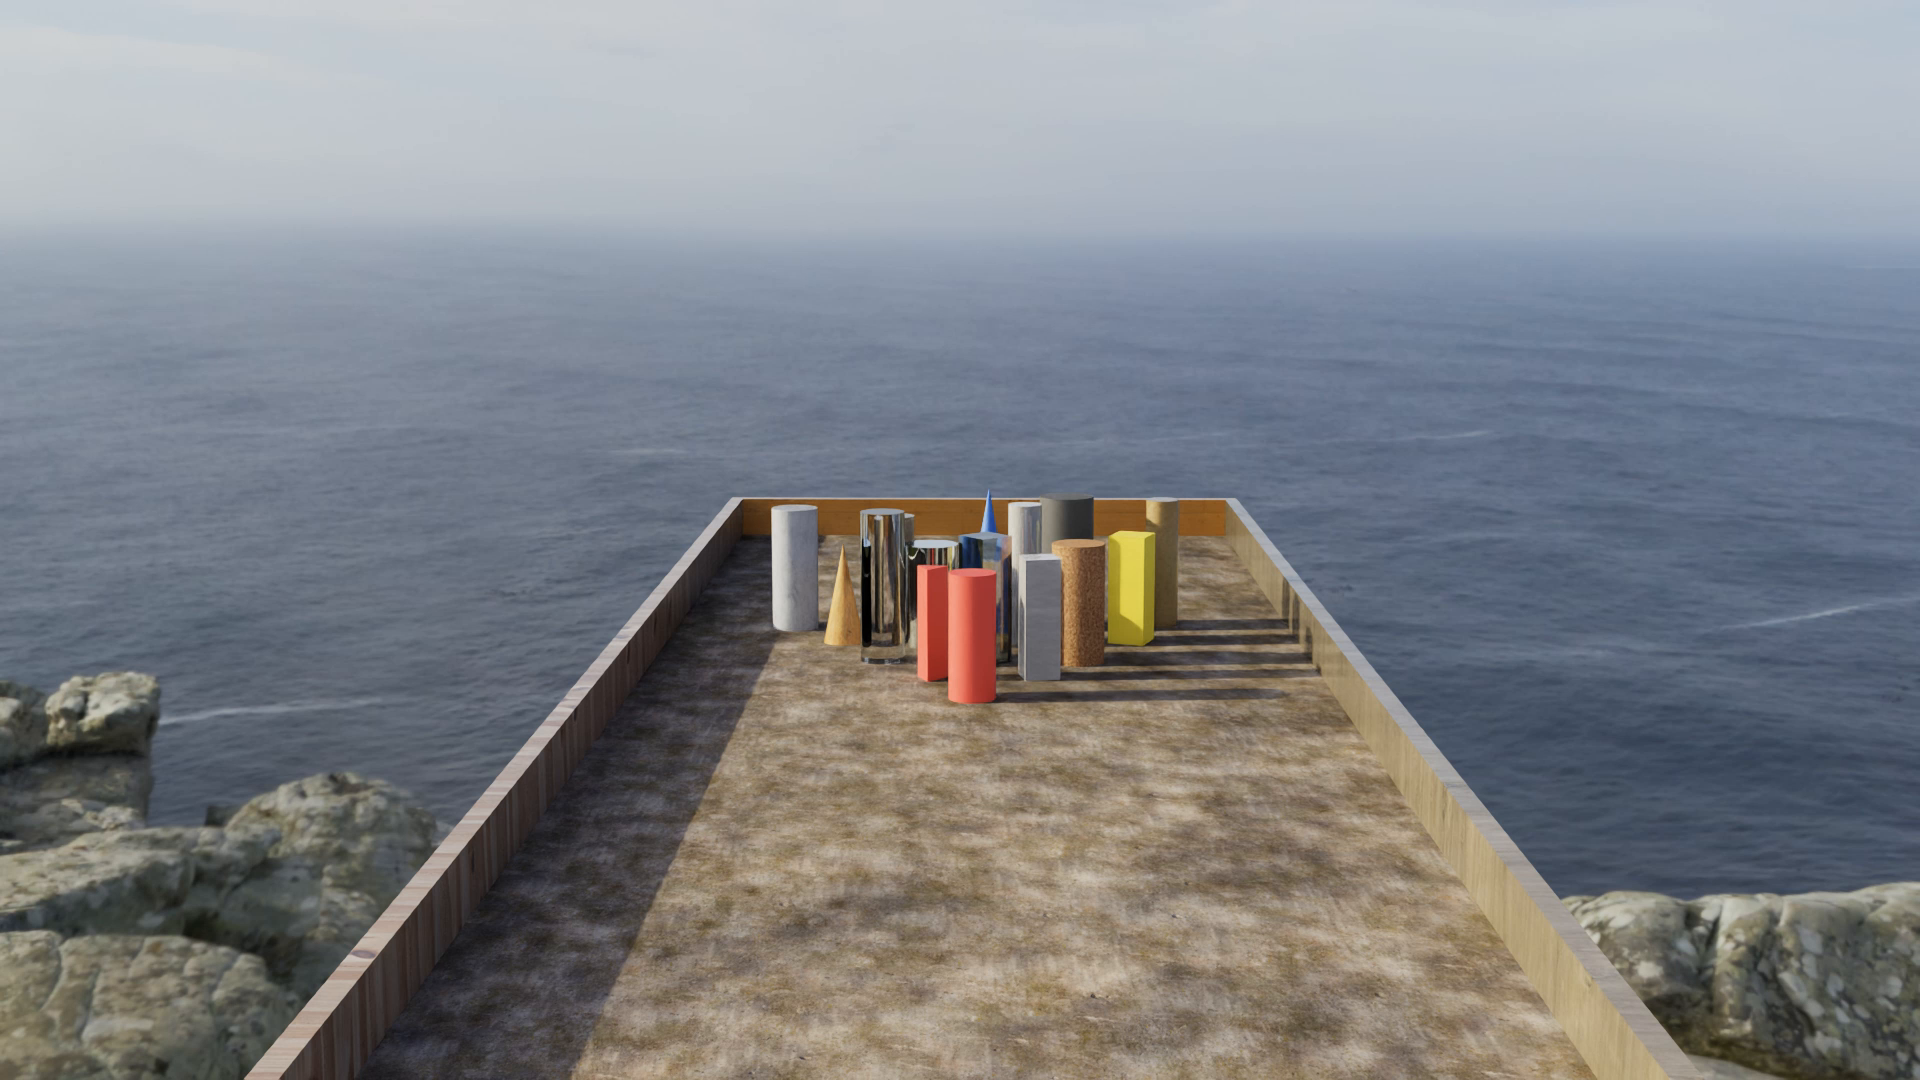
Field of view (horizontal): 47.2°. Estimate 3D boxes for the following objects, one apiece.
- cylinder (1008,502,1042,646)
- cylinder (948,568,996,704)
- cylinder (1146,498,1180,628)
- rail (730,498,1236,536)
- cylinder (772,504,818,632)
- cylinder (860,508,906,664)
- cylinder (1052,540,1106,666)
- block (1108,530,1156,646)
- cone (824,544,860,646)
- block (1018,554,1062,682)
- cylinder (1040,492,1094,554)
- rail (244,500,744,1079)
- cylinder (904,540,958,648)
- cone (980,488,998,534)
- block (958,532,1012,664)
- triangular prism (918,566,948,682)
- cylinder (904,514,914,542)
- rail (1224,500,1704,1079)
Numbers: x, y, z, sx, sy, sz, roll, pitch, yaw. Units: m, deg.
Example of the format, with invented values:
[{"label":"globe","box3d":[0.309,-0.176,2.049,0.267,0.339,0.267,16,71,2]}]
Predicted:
[{"label":"cylinder","box3d":[0.204,0.106,6.934,0.106,0.441,0.106,0,9,0]},{"label":"cylinder","box3d":[0.035,0.268,6.170,0.134,0.359,0.134,0,9,0]},{"label":"cylinder","box3d":[0.661,0.074,7.210,0.107,0.418,0.107,0,9,0]},{"label":"rail","box3d":[0.099,-0.098,9.147,2.100,0.150,0.050,0,9,1]},{"label":"cylinder","box3d":[-0.539,0.090,7.183,0.151,0.394,0.151,0,9,0]},{"label":"cylinder","box3d":[-0.234,0.140,6.666,0.135,0.457,0.135,0,9,0]},{"label":"cylinder","box3d":[0.358,0.189,6.656,0.161,0.363,0.161,0,9,0]},{"label":"block","box3d":[0.543,0.152,6.956,0.116,0.343,0.116,4,10,22]},{"label":"cone","box3d":[-0.368,0.165,6.955,0.128,0.316,0.128,0,9,0]},{"label":"block","box3d":[0.233,0.226,6.441,0.105,0.357,0.105,-2,9,-10]},{"label":"cylinder","box3d":[0.346,0.071,7.178,0.176,0.433,0.176,0,9,0]},{"label":"rail","box3d":[-1.004,0.839,3.234,0.050,0.150,12.000,0,9,1]},{"label":"cylinder","box3d":[-0.091,0.170,6.915,0.170,0.320,0.170,0,9,0]},{"label":"cone","box3d":[0.095,0.053,7.214,0.166,0.457,0.166,0,9,0]},{"label":"block","box3d":[0.076,0.178,6.650,0.114,0.387,0.114,-7,12,-39]},{"label":"triangular prism","box3d":[-0.094,0.241,6.434,0.076,0.331,0.088,7,12,39]},{"label":"cylinder","box3d":[-0.206,0.103,7.180,0.117,0.369,0.117,0,9,0]},{"label":"rail","box3d":[1.046,0.843,3.208,0.050,0.150,12.000,0,9,1]}]
